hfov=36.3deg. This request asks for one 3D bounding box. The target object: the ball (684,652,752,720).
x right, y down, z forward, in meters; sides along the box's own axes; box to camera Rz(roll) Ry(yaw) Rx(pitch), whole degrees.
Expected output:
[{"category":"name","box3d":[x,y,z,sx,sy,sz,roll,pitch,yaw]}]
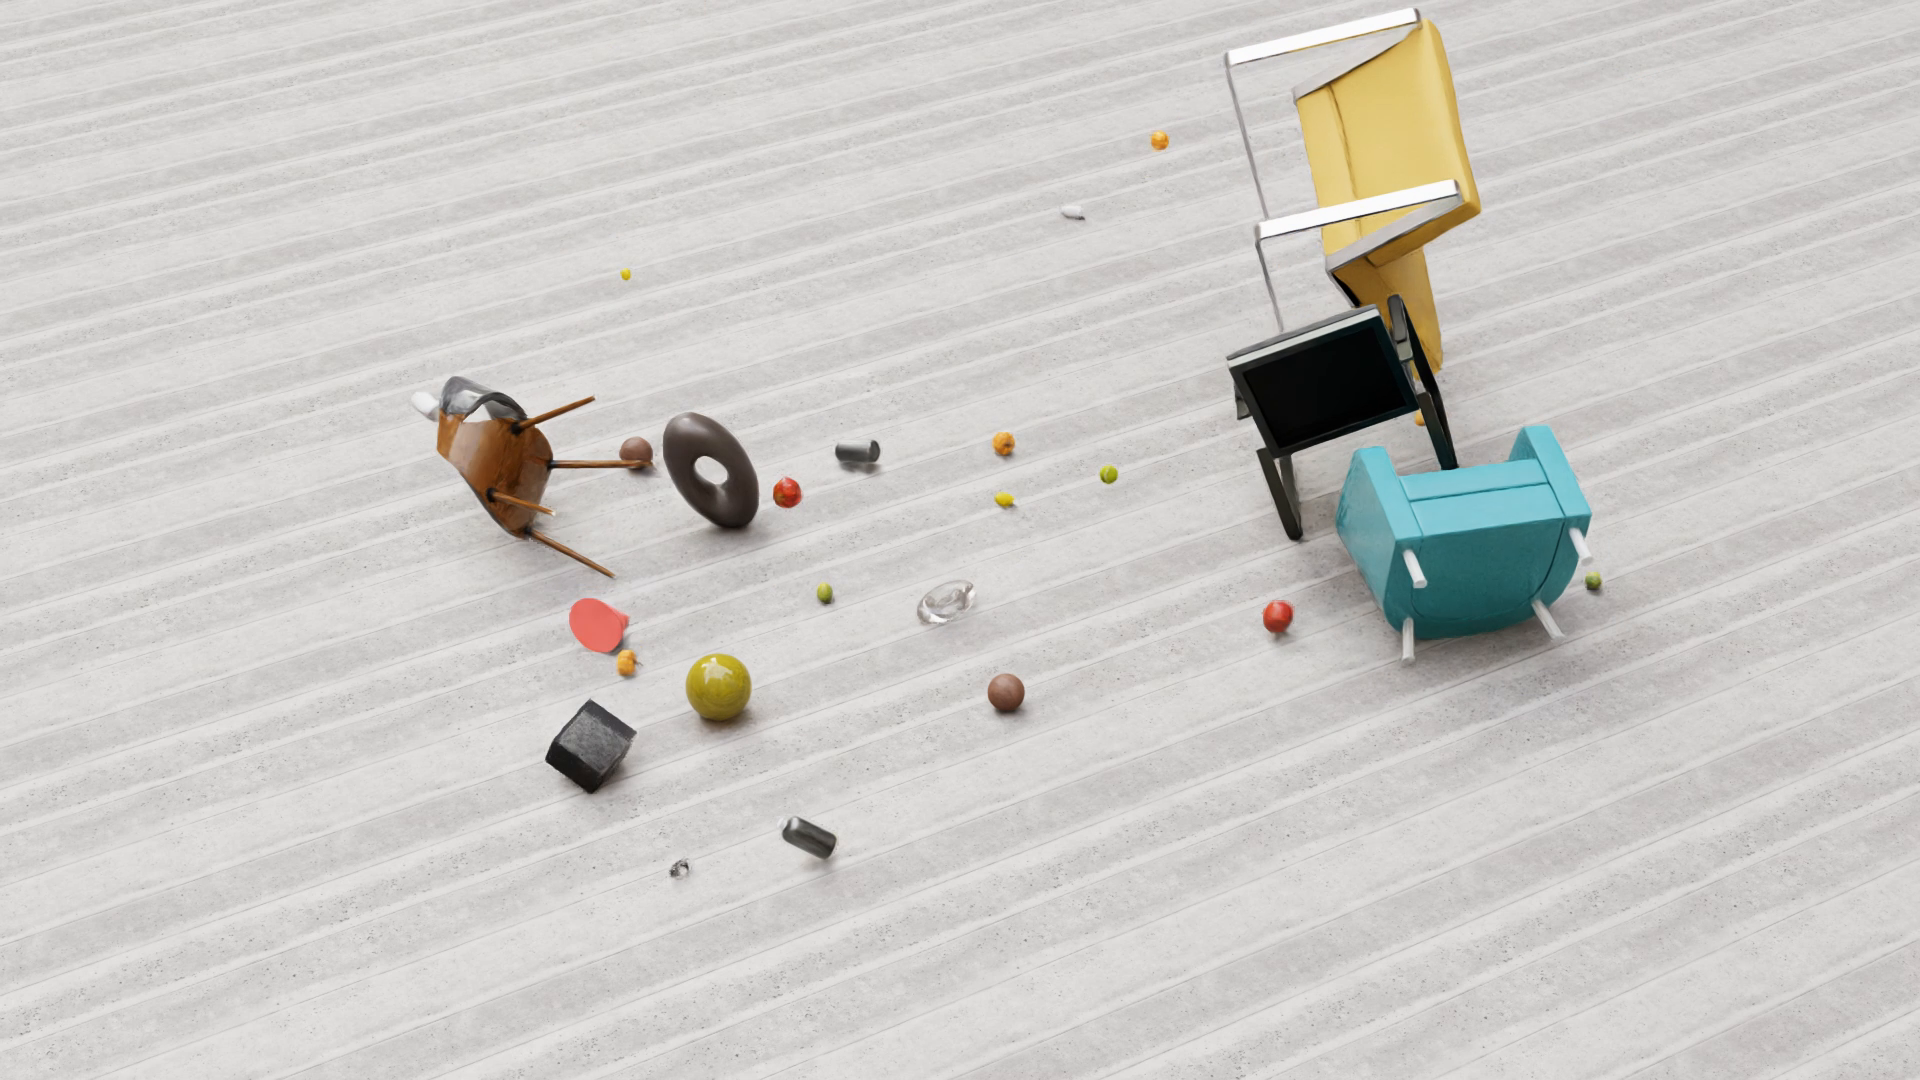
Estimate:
[{"category":"ball","box3d":[-0.821,0.499,9.979,0.230,0.230,0.230,0,33,0]}]

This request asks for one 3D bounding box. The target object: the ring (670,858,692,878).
[{"category":"ring","box3d":[-0.886,1.042,9.312,0.049,0.039,0.113,-2,16,32]}]

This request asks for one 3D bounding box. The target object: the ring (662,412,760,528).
[{"category":"ring","box3d":[-0.923,-0.258,10.885,0.291,0.535,0.178,-28,36,6]}]

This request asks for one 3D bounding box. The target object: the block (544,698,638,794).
[{"category":"block","box3d":[-1.221,0.683,9.698,0.197,0.135,0.215,35,48,4]}]

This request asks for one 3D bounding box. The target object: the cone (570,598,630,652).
[{"category":"cone","box3d":[-1.236,0.289,10.428,0.229,0.184,0.217,29,19,22]}]

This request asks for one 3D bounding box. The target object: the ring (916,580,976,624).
[{"category":"ring","box3d":[-0.049,0.221,10.558,0.158,0.057,0.284,23,40,32]}]

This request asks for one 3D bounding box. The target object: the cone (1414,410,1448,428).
[{"category":"cone","box3d":[1.856,-0.471,11.485,0.134,0.067,0.065,8,9,41]}]
